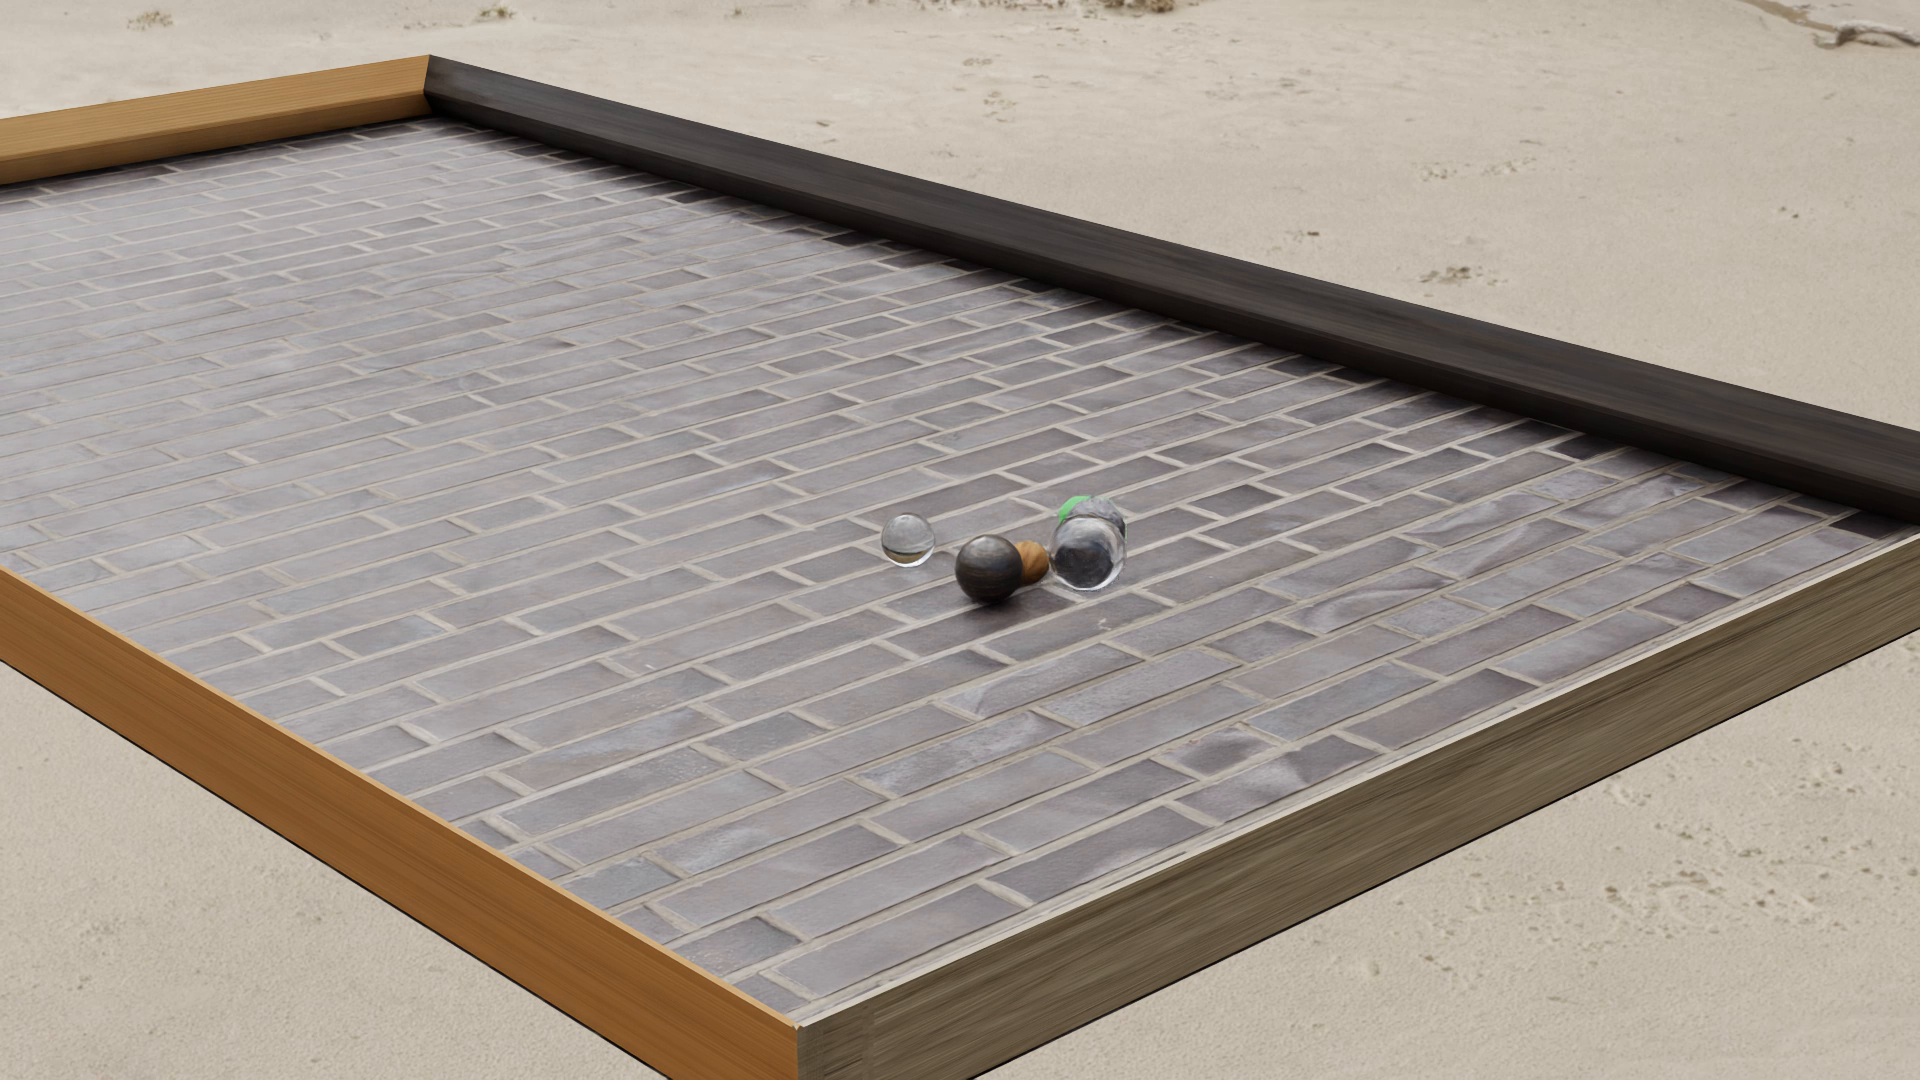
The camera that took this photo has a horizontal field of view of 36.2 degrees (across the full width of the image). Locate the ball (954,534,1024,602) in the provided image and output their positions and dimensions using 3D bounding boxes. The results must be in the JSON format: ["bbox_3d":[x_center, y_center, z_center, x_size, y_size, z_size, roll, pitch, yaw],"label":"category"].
[{"bbox_3d":[0.026,0.026,2.691,0.063,0.063,0.063,0,20,0],"label":"ball"}]

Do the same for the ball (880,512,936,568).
[{"bbox_3d":[-0.049,0.000,2.779,0.052,0.052,0.052,0,20,0],"label":"ball"}]

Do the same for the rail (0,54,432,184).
[{"bbox_3d":[-1.400,-0.545,4.200,1.549,0.093,0.045,-18,26,-39],"label":"rail"}]

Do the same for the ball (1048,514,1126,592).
[{"bbox_3d":[0.117,0.011,2.718,0.072,0.072,0.072,0,20,0],"label":"ball"}]

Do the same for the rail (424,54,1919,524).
[{"bbox_3d":[0.081,-0.371,3.727,0.045,0.093,2.792,-18,26,-39],"label":"rail"}]

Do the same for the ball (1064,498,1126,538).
[{"bbox_3d":[0.127,-0.010,2.795,0.059,0.059,0.059,0,20,0],"label":"ball"}]

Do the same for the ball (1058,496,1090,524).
[{"bbox_3d":[0.118,-0.022,2.849,0.043,0.043,0.043,0,20,0],"label":"ball"}]

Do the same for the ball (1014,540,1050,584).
[{"bbox_3d":[0.063,0.021,2.736,0.041,0.041,0.041,0,20,0],"label":"ball"}]

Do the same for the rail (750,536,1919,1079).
[{"bbox_3d":[0.456,0.152,2.301,1.549,0.093,0.045,-18,26,-39],"label":"rail"}]

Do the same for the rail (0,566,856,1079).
[{"bbox_3d":[-1.025,-0.022,2.774,0.045,0.093,2.792,-18,26,-39],"label":"rail"}]
